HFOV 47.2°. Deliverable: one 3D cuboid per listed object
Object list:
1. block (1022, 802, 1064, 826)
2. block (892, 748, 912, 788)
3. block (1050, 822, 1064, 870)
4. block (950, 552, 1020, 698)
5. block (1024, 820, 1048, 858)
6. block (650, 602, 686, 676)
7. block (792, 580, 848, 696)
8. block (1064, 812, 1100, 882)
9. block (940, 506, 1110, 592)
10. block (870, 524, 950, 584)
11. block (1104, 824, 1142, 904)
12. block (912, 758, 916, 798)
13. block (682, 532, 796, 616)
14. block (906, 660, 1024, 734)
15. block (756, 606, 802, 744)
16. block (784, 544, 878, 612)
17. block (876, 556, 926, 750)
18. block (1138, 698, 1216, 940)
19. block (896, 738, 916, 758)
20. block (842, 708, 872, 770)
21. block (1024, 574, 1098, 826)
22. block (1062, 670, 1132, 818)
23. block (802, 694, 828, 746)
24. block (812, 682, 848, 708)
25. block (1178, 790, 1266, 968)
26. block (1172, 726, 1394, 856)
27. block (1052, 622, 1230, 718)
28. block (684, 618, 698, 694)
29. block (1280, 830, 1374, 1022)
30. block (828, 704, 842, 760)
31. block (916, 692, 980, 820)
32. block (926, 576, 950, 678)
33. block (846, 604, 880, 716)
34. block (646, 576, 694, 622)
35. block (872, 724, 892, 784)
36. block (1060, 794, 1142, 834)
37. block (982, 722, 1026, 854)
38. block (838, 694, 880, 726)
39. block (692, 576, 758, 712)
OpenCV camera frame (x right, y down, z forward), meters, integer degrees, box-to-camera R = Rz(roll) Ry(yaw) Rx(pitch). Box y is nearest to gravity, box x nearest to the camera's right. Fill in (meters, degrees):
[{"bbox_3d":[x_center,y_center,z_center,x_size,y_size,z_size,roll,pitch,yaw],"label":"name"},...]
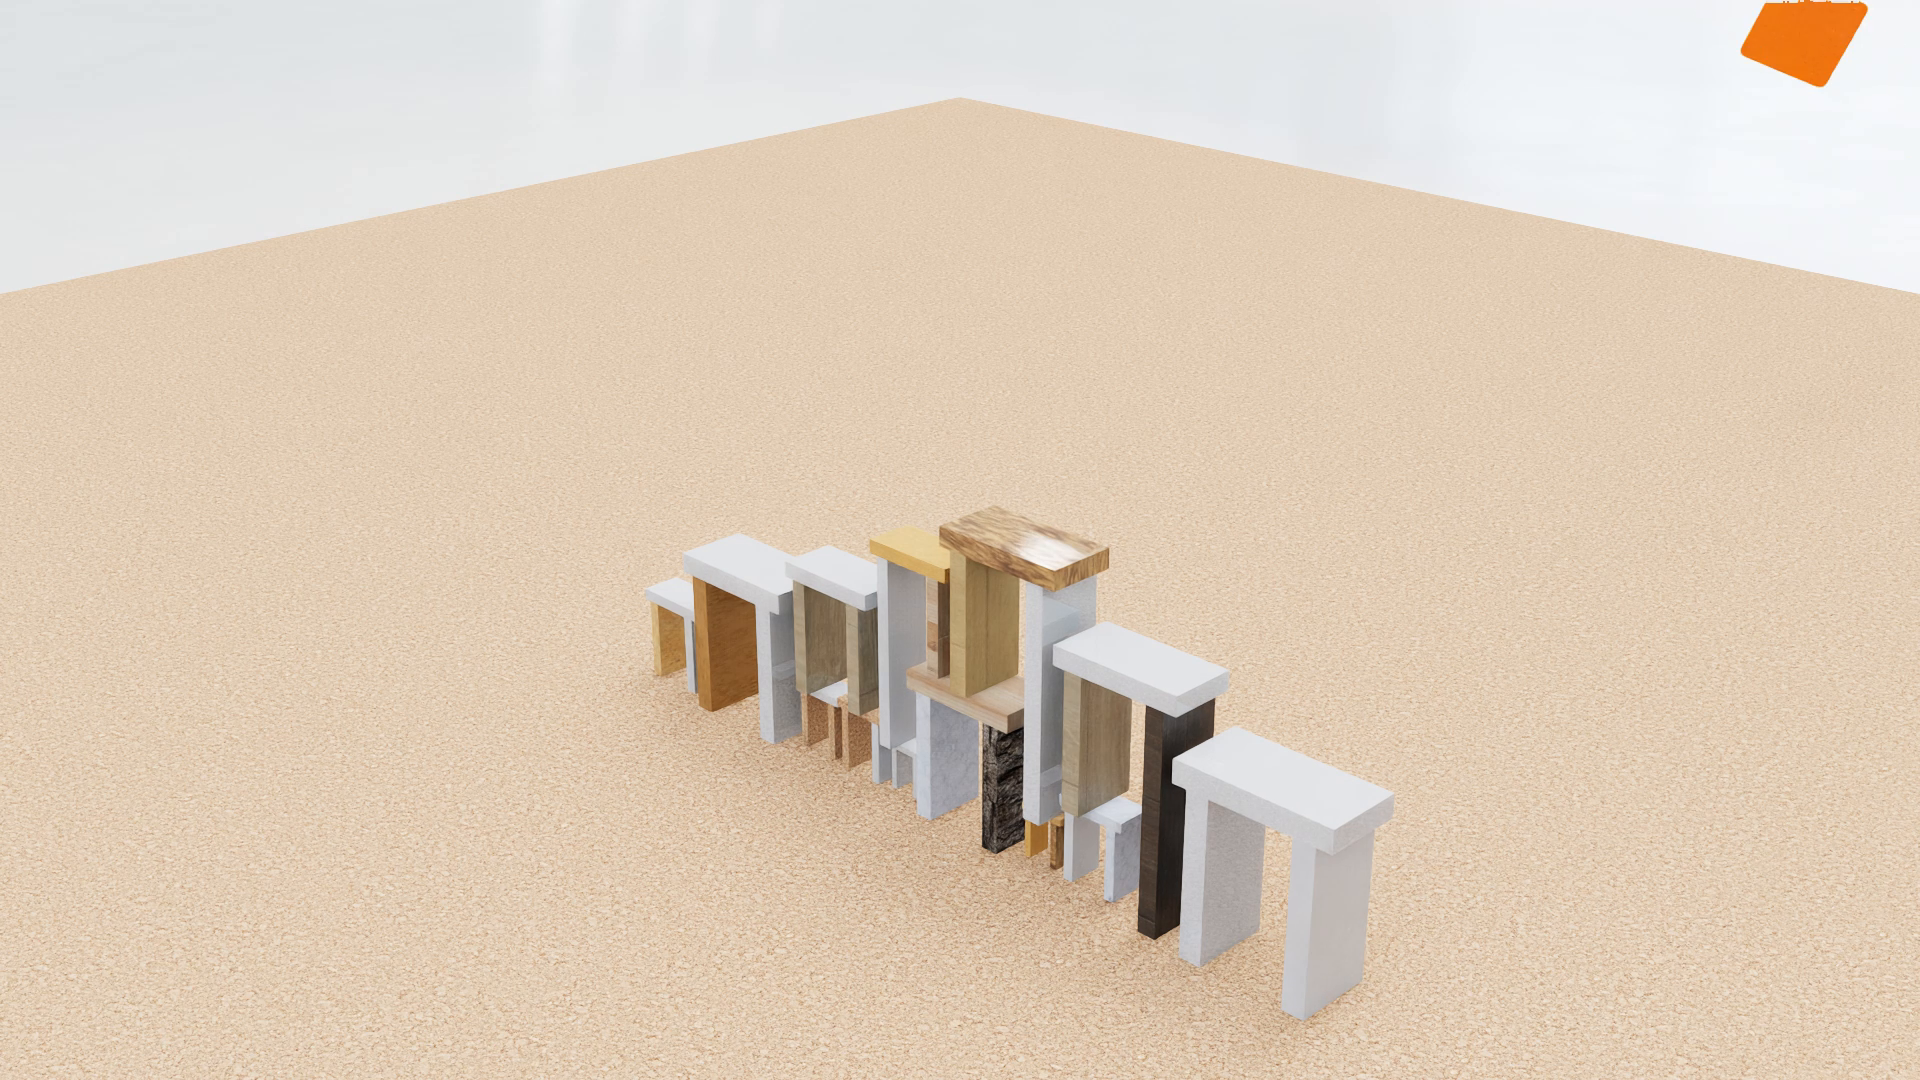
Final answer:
[{"bbox_3d":[0.174,0.522,4.255,0.050,0.014,0.101,-21,31,-40],"label":"block"},{"bbox_3d":[-0.119,0.464,4.548,0.013,0.093,0.046,21,31,41],"label":"block"},{"bbox_3d":[0.197,0.584,4.255,0.050,0.101,0.014,-21,31,-41],"label":"block"},{"bbox_3d":[0.048,0.142,4.238,0.042,0.297,0.148,21,31,41],"label":"block"},{"bbox_3d":[0.150,0.565,4.299,0.050,0.101,0.014,-21,31,-41],"label":"block"},{"bbox_3d":[-0.658,0.213,5.027,0.026,0.182,0.091,21,31,41],"label":"block"},{"bbox_3d":[-0.290,0.187,4.618,0.035,0.254,0.122,21,31,41],"label":"block"},{"bbox_3d":[0.234,0.571,4.216,0.022,0.156,0.078,21,31,41],"label":"block"},{"bbox_3d":[0.118,0.013,4.108,0.148,0.042,0.297,-21,31,-41],"label":"block"},{"bbox_3d":[-0.066,0.026,4.311,0.106,0.030,0.211,-21,31,-41],"label":"block"},{"bbox_3d":[0.308,0.599,4.149,0.022,0.156,0.078,21,31,41],"label":"block"},{"bbox_3d":[-0.075,0.481,4.508,0.013,0.093,0.046,21,31,41],"label":"block"},{"bbox_3d":[-0.433,0.070,4.727,0.317,0.045,0.158,21,31,41],"label":"block"},{"bbox_3d":[0.041,0.294,4.311,0.276,0.039,0.138,21,31,41],"label":"block"},{"bbox_3d":[-0.359,0.266,4.728,0.045,0.317,0.158,21,31,41],"label":"block"},{"bbox_3d":[-0.233,0.077,4.509,0.244,0.035,0.122,21,31,41],"label":"block"},{"bbox_3d":[-0.116,0.215,4.445,0.106,0.421,0.030,-21,31,-41],"label":"block"},{"bbox_3d":[0.393,0.492,4.000,0.041,0.469,0.146,21,31,41],"label":"block"},{"bbox_3d":[-0.097,0.424,4.507,0.046,0.013,0.093,-21,31,-41],"label":"block"},{"bbox_3d":[-0.216,0.407,4.626,0.020,0.138,0.069,21,31,41],"label":"block"},{"bbox_3d":[0.188,0.289,4.149,0.148,0.497,0.042,-21,31,-41],"label":"block"},{"bbox_3d":[0.256,0.356,4.092,0.041,0.292,0.146,21,31,41],"label":"block"},{"bbox_3d":[-0.309,0.372,4.718,0.018,0.129,0.064,21,31,41],"label":"block"},{"bbox_3d":[-0.278,0.317,4.662,0.129,0.018,0.064,21,31,41],"label":"block"},{"bbox_3d":[0.474,0.579,3.955,0.049,0.346,0.173,21,31,41],"label":"block"},{"bbox_3d":[0.556,0.429,3.803,0.346,0.049,0.173,21,31,41],"label":"block"},{"bbox_3d":[0.324,0.230,3.964,0.292,0.041,0.146,21,31,41],"label":"block"},{"bbox_3d":[-0.573,0.246,4.948,0.026,0.182,0.091,21,31,41],"label":"block"},{"bbox_3d":[0.637,0.642,3.805,0.049,0.346,0.173,21,31,41],"label":"block"},{"bbox_3d":[-0.248,0.396,4.663,0.018,0.129,0.064,21,31,41],"label":"block"},{"bbox_3d":[-0.024,0.413,4.433,0.039,0.276,0.138,21,31,41],"label":"block"},{"bbox_3d":[-0.016,0.157,4.312,0.030,0.211,0.106,21,31,41],"label":"block"},{"bbox_3d":[-0.175,0.227,4.510,0.035,0.244,0.122,21,31,41],"label":"block"},{"bbox_3d":[-0.616,0.134,4.947,0.182,0.026,0.091,21,31,41],"label":"block"},{"bbox_3d":[-0.151,0.432,4.567,0.020,0.138,0.069,21,31,41],"label":"block"},{"bbox_3d":[0.271,0.503,4.148,0.078,0.022,0.156,-21,31,-41],"label":"block"},{"bbox_3d":[0.106,0.464,4.313,0.039,0.276,0.138,21,31,41],"label":"block"},{"bbox_3d":[-0.183,0.347,4.566,0.138,0.020,0.069,21,31,41],"label":"block"},{"bbox_3d":[-0.508,0.208,4.866,0.045,0.317,0.158,21,31,41],"label":"block"}]
